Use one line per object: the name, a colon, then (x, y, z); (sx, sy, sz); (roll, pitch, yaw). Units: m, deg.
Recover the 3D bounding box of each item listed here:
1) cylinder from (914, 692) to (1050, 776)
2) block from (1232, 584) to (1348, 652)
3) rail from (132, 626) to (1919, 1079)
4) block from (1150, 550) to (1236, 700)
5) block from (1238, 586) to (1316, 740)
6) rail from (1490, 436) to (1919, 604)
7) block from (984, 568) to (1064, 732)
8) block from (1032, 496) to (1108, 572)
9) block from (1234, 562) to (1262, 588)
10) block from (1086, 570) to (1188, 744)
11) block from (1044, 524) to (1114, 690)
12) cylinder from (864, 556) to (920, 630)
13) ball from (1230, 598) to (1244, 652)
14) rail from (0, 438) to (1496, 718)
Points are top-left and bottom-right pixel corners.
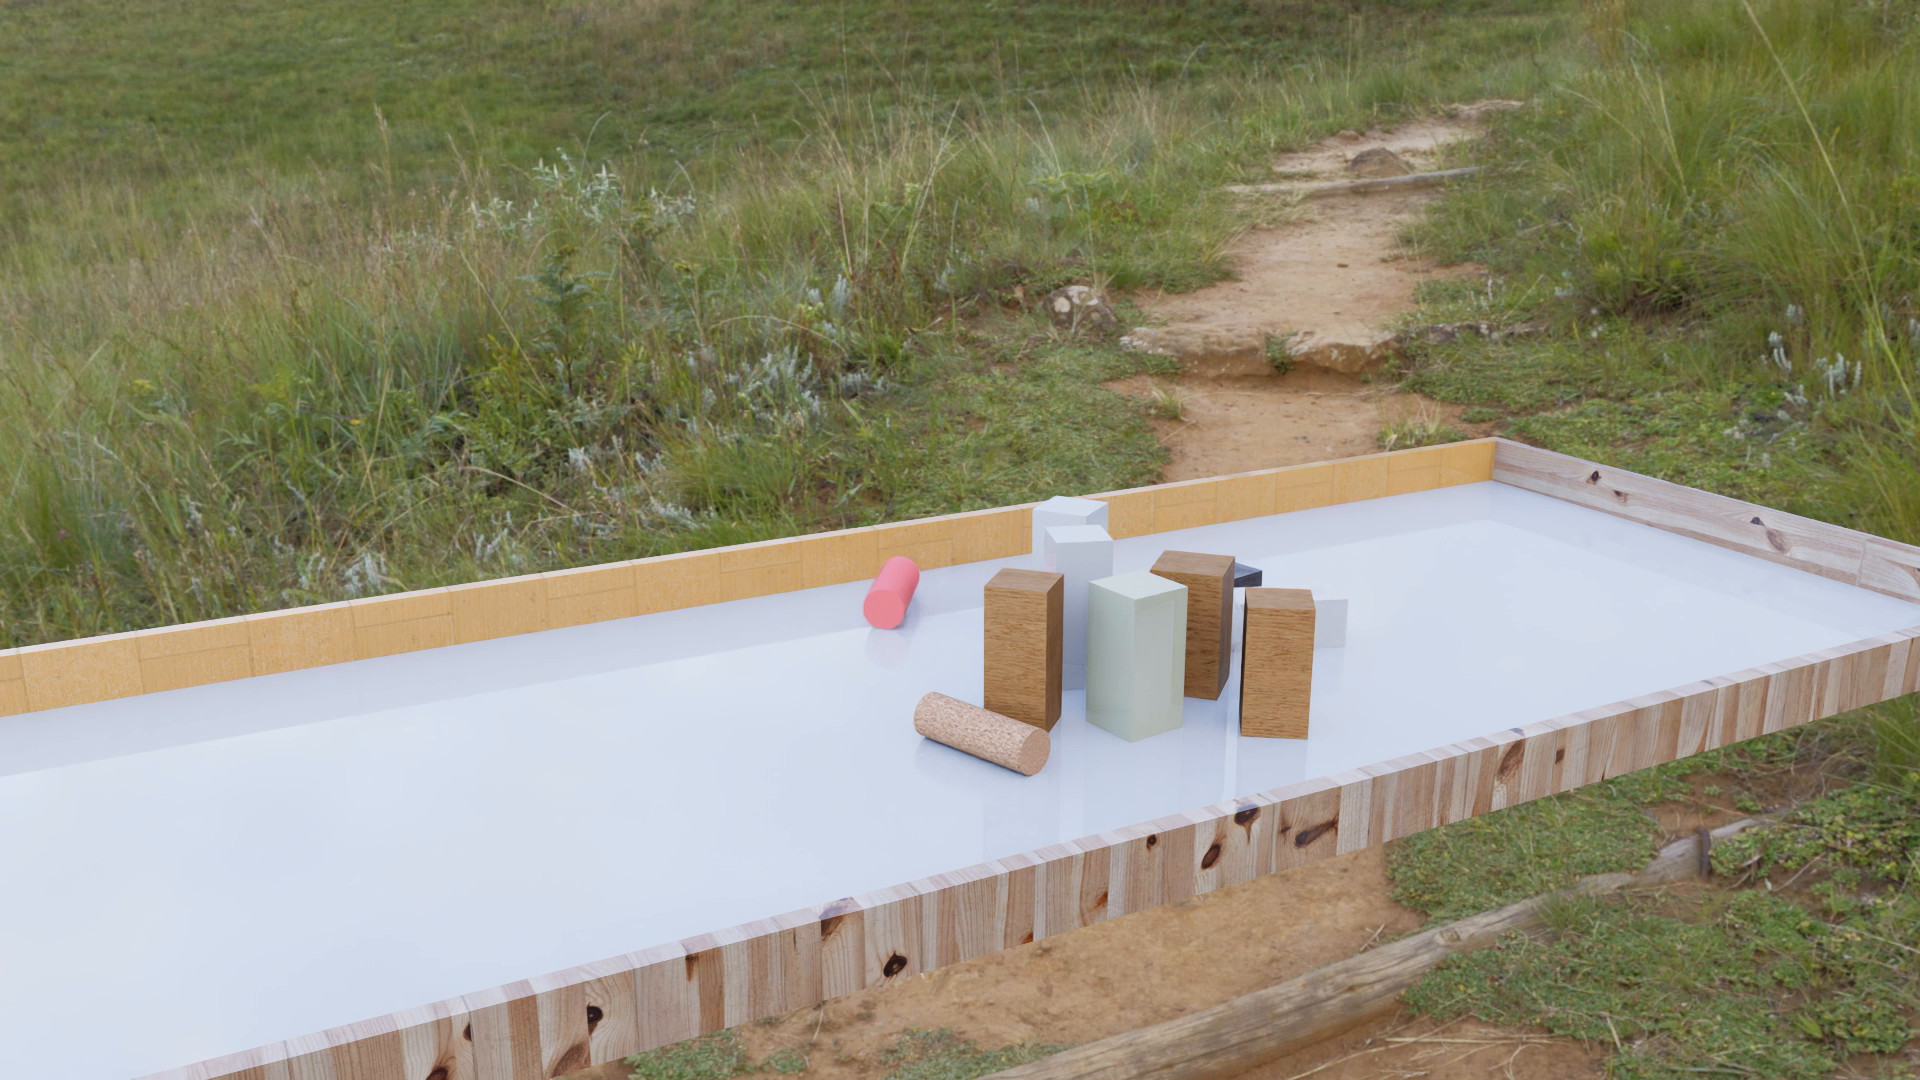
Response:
cylinder: (0.047, 0.431, 3.700); (0.321, 0.105, 0.105); (15, 22, 41)
block: (0.864, 0.207, 4.412); (0.306, 0.134, 0.134); (-2, 17, -8)
rail: (-2.336, 1.006, 1.665); (12.000, 0.150, 0.050); (-9, 18, -27)
block: (0.571, 0.208, 4.084); (0.178, 0.317, 0.178); (5, 17, 18)
block: (0.734, 0.285, 3.828); (0.151, 0.315, 0.151); (2, 17, 7)
rail: (2.466, -0.048, 5.253); (0.050, 0.150, 2.100); (-9, 18, -27)
block: (0.148, 0.261, 3.838); (0.148, 0.354, 0.148); (5, 17, 18)
block: (0.305, 0.059, 4.582); (0.158, 0.320, 0.158); (8, 19, 26)
block: (0.658, 0.167, 4.580); (0.415, 0.117, 0.117); (-14, 21, -39)
block: (0.409, 0.267, 3.832); (0.161, 0.346, 0.161); (-11, 20, -34)
block: (0.291, 0.168, 4.105); (0.141, 0.383, 0.141); (-3, 17, -8)
cylinder: (-0.191, 0.146, 4.653); (0.115, 0.115, 0.313); (2, 16, 6)
ball: (0.635, 0.214, 4.271); (0.200, 0.200, 0.200); (0, 16, 0)
rail: (-3.305, 0.497, 3.399); (12.000, 0.150, 0.050); (-9, 18, -27)
